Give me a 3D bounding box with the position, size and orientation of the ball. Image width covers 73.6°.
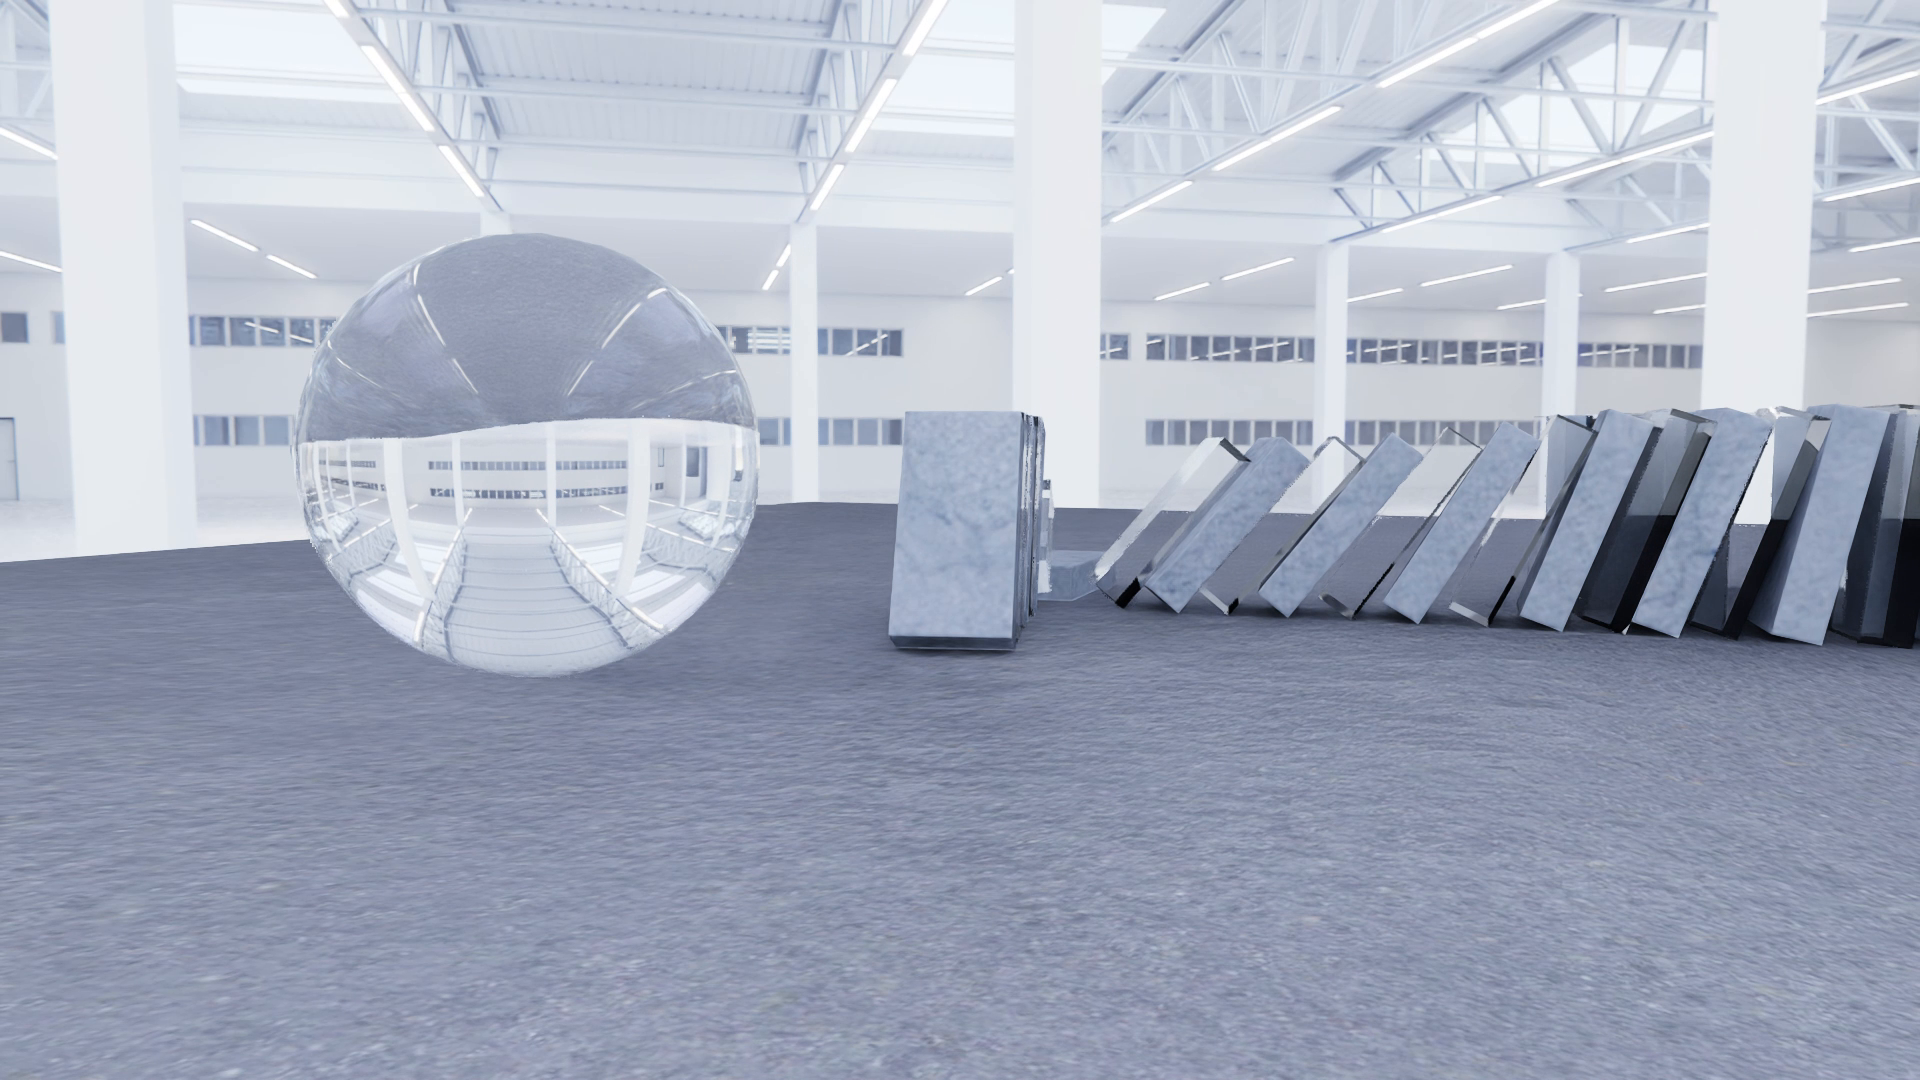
[{"bbox_3d":[-0.077,-0.015,0.234,0.080,0.080,0.080,0,4,0],"label":"ball"}]

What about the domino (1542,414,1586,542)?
[{"bbox_3d":[0.170,-0.008,0.341,0.025,0.050,0.009,0,4,-1],"label":"domino"}]

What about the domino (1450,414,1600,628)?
[{"bbox_3d":[0.133,-0.005,0.305,0.010,0.050,0.025,29,14,17],"label":"domino"}]

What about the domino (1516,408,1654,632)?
[{"bbox_3d":[0.145,-0.005,0.299,0.009,0.050,0.025,23,12,19],"label":"domino"}]

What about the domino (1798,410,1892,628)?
[{"bbox_3d":[0.210,-0.006,0.307,0.009,0.050,0.025,1,4,13],"label":"domino"}]

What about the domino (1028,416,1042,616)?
[{"bbox_3d":[0.007,-0.006,0.322,0.025,0.050,0.009,1,-20,9],"label":"domino"}]

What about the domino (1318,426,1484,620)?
[{"bbox_3d":[0.108,-0.004,0.316,0.009,0.050,0.025,37,15,13],"label":"domino"}]

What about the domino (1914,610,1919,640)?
[{"bbox_3d":[0.213,-0.003,0.274,0.009,0.050,0.025,3,4,1],"label":"domino"}]

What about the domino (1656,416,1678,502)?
[{"bbox_3d":[0.196,-0.011,0.375,0.009,0.050,0.025,-2,5,-21],"label":"domino"}]

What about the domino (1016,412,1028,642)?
[{"bbox_3d":[0.001,-0.003,0.281,0.025,0.050,0.010,1,-20,8],"label":"domino"}]

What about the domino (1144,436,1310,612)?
[{"bbox_3d":[0.067,-0.004,0.332,0.009,0.050,0.025,41,3,-3],"label":"domino"}]

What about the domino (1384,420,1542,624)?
[{"bbox_3d":[0.121,-0.005,0.310,0.009,0.050,0.025,34,15,16],"label":"domino"}]

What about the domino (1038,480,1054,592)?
[{"bbox_3d":[0.013,-0.001,0.357,0.025,0.010,0.050,-5,27,8],"label":"domino"}]

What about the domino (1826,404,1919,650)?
[{"bbox_3d":[0.199,-0.004,0.277,0.009,0.050,0.025,7,6,17],"label":"domino"}]

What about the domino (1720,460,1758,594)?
[{"bbox_3d":[0.227,-0.011,0.377,0.009,0.050,0.025,2,5,25],"label":"domino"}]

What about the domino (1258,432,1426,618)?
[{"bbox_3d":[0.095,-0.004,0.321,0.009,0.050,0.025,40,13,10],"label":"domino"}]

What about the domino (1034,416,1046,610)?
[{"bbox_3d":[0.008,-0.007,0.333,0.025,0.050,0.010,1,-20,10],"label":"domino"}]

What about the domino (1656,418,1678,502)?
[{"bbox_3d":[0.211,-0.011,0.379,0.010,0.050,0.025,0,4,-5],"label":"domino"}]

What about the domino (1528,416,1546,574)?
[{"bbox_3d":[0.172,-0.009,0.357,0.025,0.050,0.010,2,5,23],"label":"domino"}]

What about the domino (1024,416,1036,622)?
[{"bbox_3d":[0.005,-0.006,0.312,0.025,0.050,0.010,1,-20,8],"label":"domino"}]

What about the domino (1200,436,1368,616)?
[{"bbox_3d":[0.081,-0.004,0.326,0.010,0.050,0.025,41,11,6],"label":"domino"}]

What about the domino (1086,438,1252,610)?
[{"bbox_3d":[0.055,-0.005,0.341,0.010,0.050,0.025,41,3,-3],"label":"domino"}]

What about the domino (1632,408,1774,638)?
[{"bbox_3d":[0.165,-0.004,0.290,0.009,0.050,0.025,21,10,14],"label":"domino"}]

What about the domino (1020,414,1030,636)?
[{"bbox_3d":[0.002,-0.004,0.291,0.025,0.050,0.010,1,-20,8],"label":"domino"}]

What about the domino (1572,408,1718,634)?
[{"bbox_3d":[0.156,-0.005,0.295,0.009,0.050,0.025,21,10,14],"label":"domino"}]

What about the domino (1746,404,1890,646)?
[{"bbox_3d":[0.187,-0.004,0.281,0.009,0.050,0.025,14,9,20],"label":"domino"}]

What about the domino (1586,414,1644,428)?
[{"bbox_3d":[0.172,-0.007,0.327,0.025,0.050,0.009,-2,5,-21],"label":"domino"}]

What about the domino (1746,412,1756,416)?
[{"bbox_3d":[0.195,-0.006,0.309,0.009,0.050,0.025,1,4,8],"label":"domino"}]

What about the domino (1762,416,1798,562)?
[{"bbox_3d":[0.239,-0.010,0.368,0.010,0.050,0.025,4,6,43],"label":"domino"}]

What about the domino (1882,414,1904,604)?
[{"bbox_3d":[0.257,-0.008,0.343,0.025,0.050,0.009,-2,5,-23],"label":"domino"}]

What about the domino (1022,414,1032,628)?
[{"bbox_3d":[0.003,-0.005,0.302,0.025,0.050,0.009,1,-20,8],"label":"domino"}]

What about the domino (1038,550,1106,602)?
[{"bbox_3d":[0.027,0.010,0.374,0.025,0.010,0.050,2,5,19],"label":"domino"}]

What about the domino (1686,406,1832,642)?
[{"bbox_3d":[0.175,-0.004,0.285,0.009,0.050,0.025,21,11,19],"label":"domino"}]

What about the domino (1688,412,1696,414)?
[{"bbox_3d":[0.180,-0.006,0.313,0.010,0.050,0.025,3,5,32],"label":"domino"}]

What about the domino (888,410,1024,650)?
[{"bbox_3d":[0.000,-0.002,0.271,0.025,0.050,0.010,1,-20,8],"label":"domino"}]
